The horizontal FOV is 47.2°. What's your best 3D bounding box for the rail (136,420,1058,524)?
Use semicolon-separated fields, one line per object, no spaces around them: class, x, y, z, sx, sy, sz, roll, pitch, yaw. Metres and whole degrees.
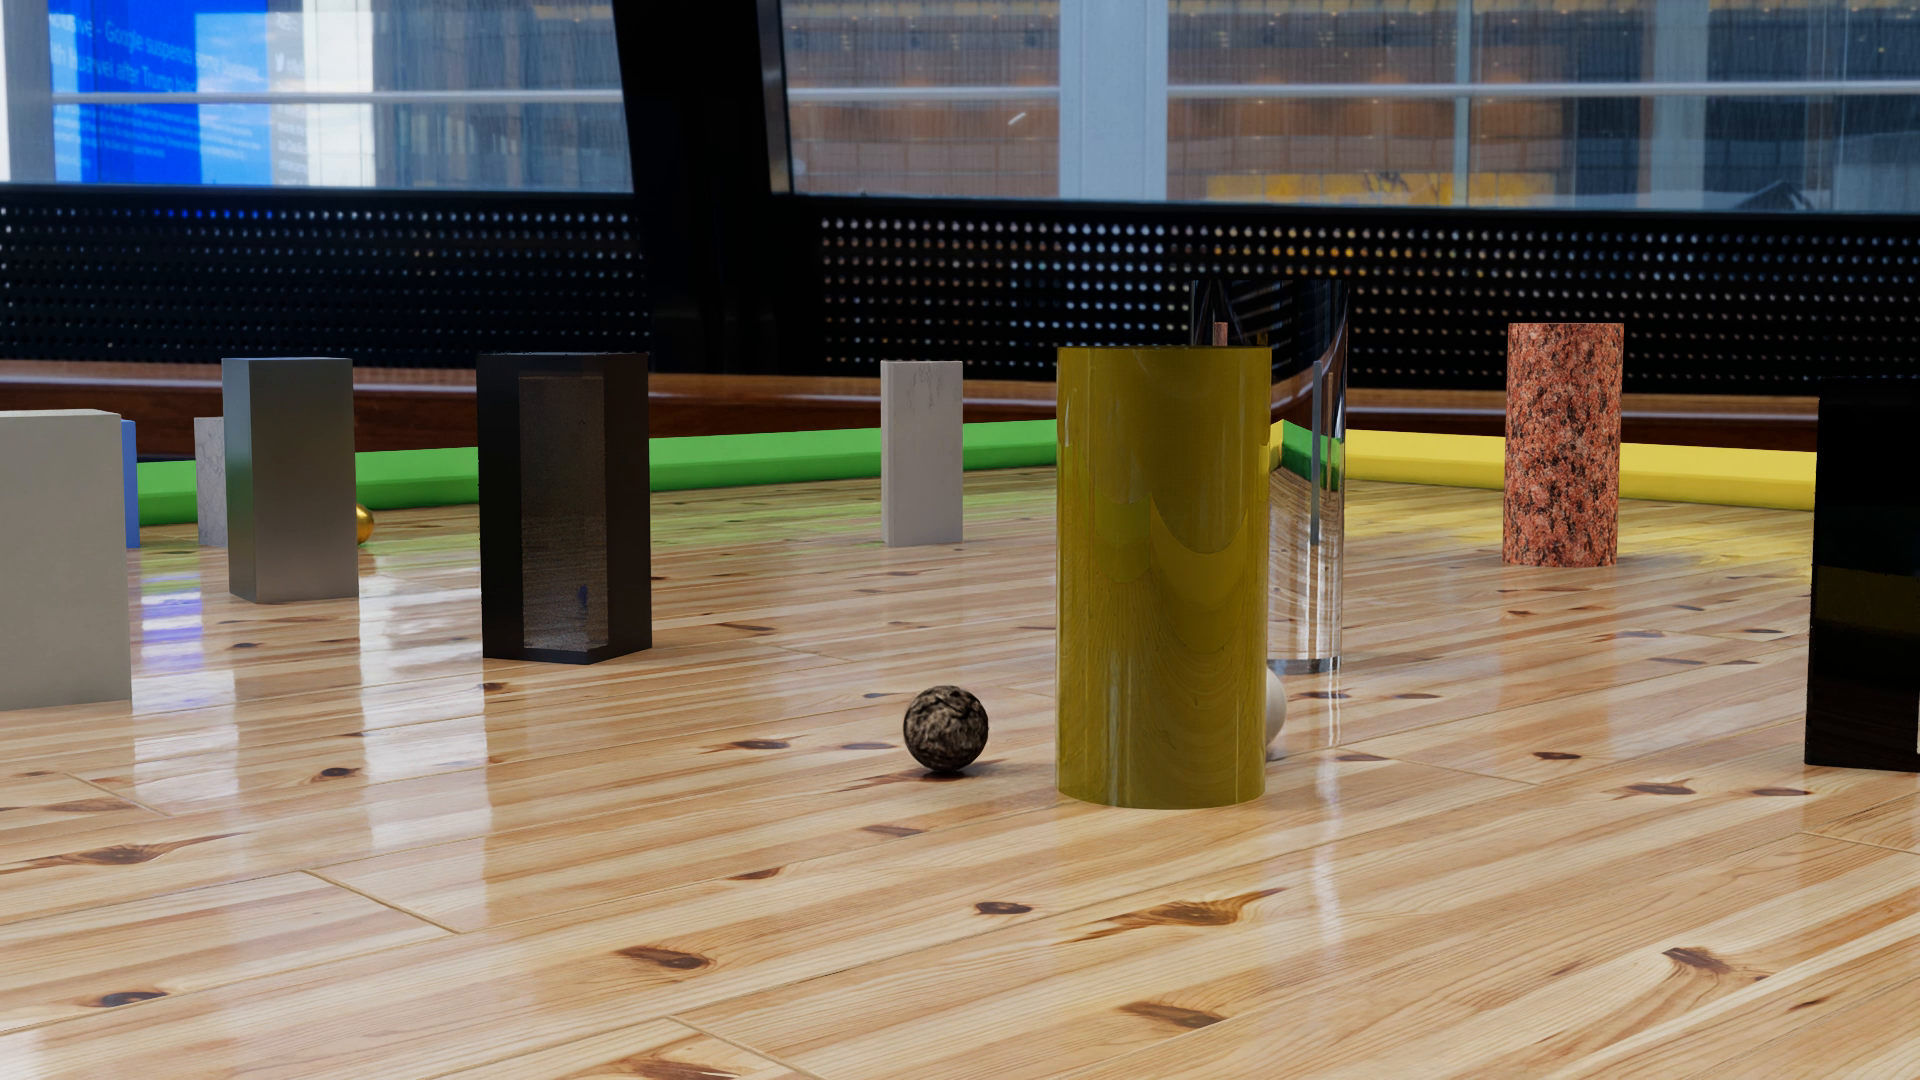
rail;-1.382;-0.122;4.822;4.929;0.128;0.045;-5;8;-42

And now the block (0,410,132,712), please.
block;-1.059;0.018;2.531;0.157;0.327;0.157;-4;7;-32

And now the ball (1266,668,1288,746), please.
ball;0.278;0.167;2.205;0.098;0.098;0.098;0;6;0

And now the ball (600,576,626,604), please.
ball;-0.528;0.076;3.347;0.041;0.041;0.041;0;6;0

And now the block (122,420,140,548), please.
block;-1.653;-0.106;4.144;0.157;0.238;0.157;-4;7;-35

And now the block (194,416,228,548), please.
block;-1.343;-0.113;4.194;0.157;0.241;0.157;5;8;42

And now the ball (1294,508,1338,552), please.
ball;0.658;-0.020;4.071;0.082;0.082;0.082;0;6;0

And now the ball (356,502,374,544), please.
ball;-1.153;-0.031;4.156;0.086;0.086;0.086;0;6;0

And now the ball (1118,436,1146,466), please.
ball;0.492;-0.253;6.296;0.084;0.084;0.084;0;6;0

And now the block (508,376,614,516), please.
block;-0.885;-0.213;4.883;0.157;0.297;0.157;4;7;33

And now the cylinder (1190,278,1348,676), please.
cylinder;0.384;-0.084;2.762;0.197;0.482;0.197;0;6;0

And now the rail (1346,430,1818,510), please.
rail;1.794;-0.139;4.978;0.045;0.128;4.123;-5;8;-42

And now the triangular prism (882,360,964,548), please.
triangular prism;-0.106;-0.171;4.238;0.170;0.347;0.148;-4;7;-37

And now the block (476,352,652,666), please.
block;-0.511;-0.046;2.849;0.157;0.389;0.157;3;6;23

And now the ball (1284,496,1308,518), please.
ball;0.724;-0.072;4.737;0.048;0.048;0.048;0;6;0

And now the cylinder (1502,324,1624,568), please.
cylinder;1.067;-0.172;3.895;0.197;0.421;0.197;0;6;0

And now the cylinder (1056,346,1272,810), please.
cylinder;0.188;0.027;2.043;0.197;0.411;0.197;0;6;0

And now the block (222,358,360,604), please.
block;-1.045;-0.098;3.430;0.157;0.370;0.157;-4;7;-33

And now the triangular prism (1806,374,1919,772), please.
triangular prism;0.938;0.028;2.182;0.170;0.380;0.148;2;6;21

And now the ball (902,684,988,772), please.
ball;-0.014;0.182;2.130;0.084;0.084;0.084;0;6;0
